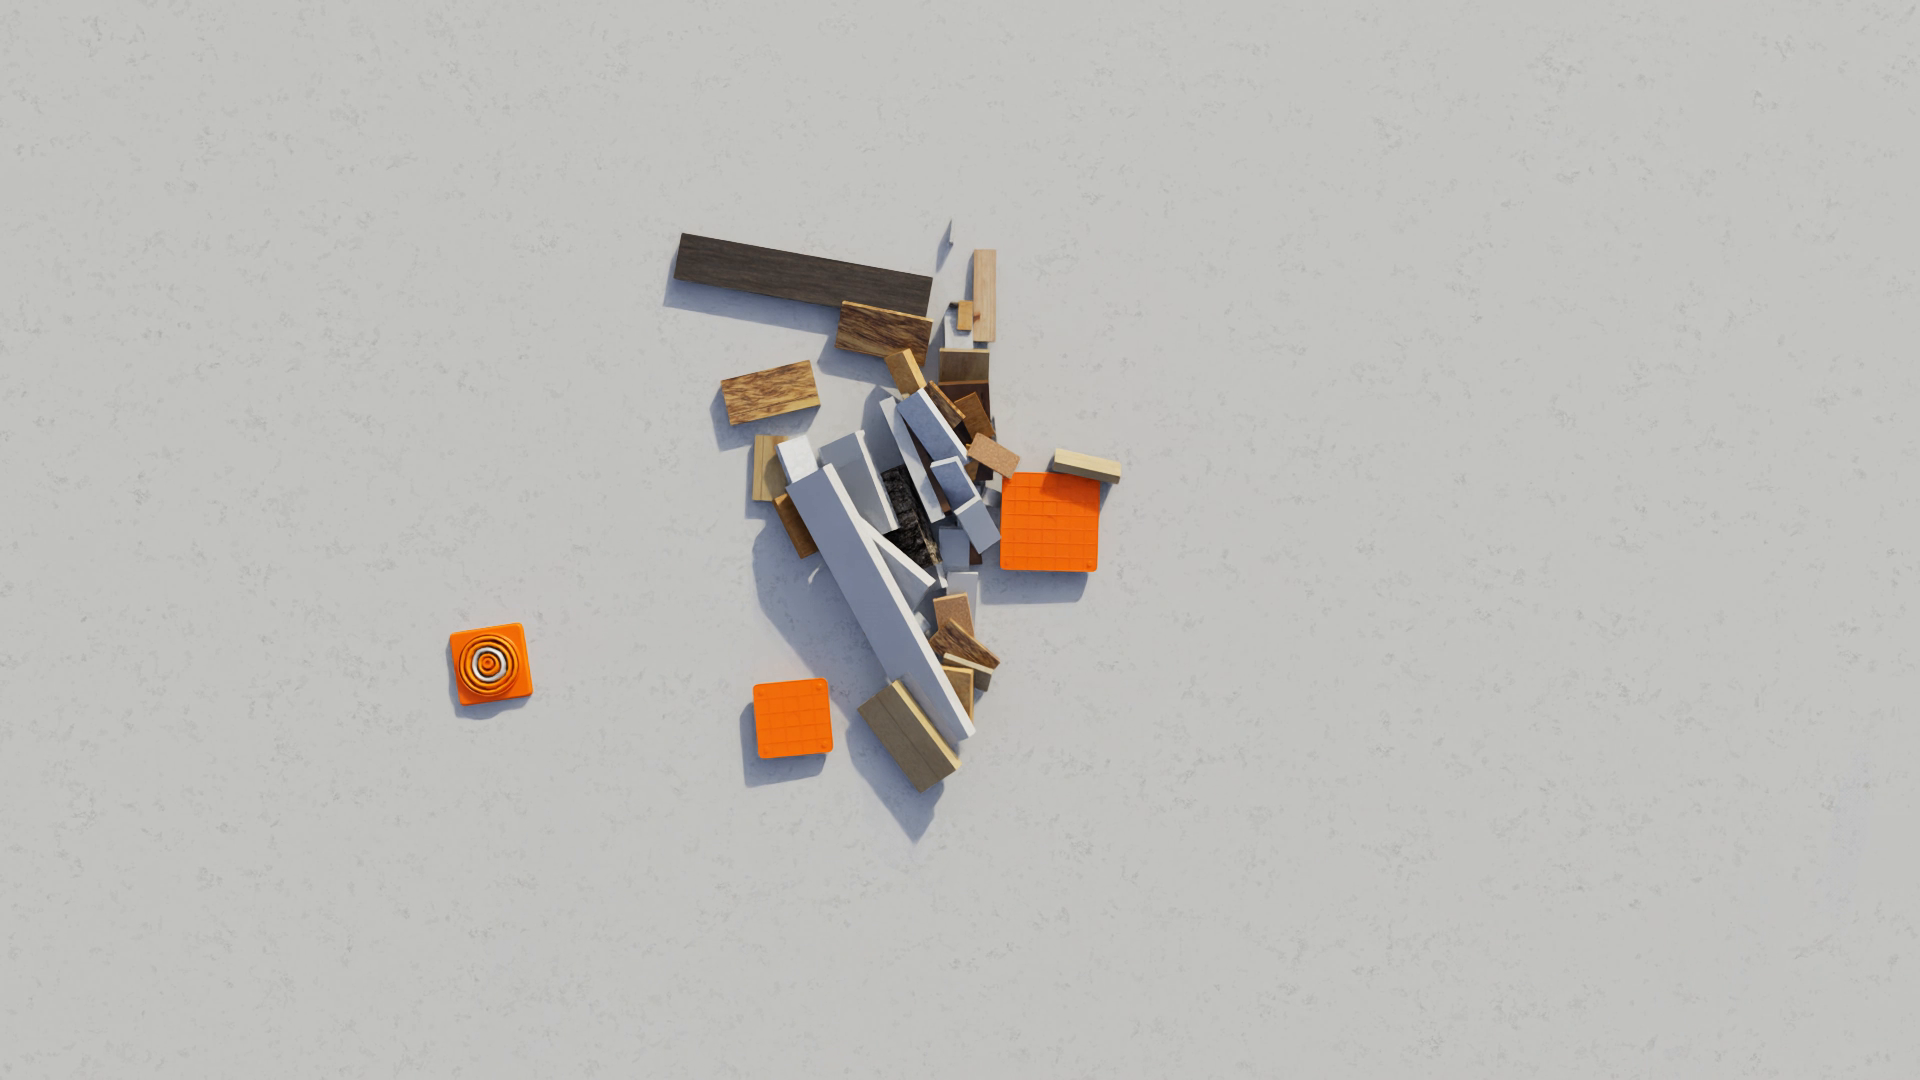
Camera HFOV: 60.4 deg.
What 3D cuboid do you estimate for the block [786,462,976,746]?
[{"bbox_3d":[-0.259,0.227,5.390,0.176,0.050,0.996,-25,96,34],"label":"block"}]

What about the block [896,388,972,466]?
[{"bbox_3d":[-0.083,-0.346,5.314,0.111,0.031,0.282,-30,99,40],"label":"block"}]

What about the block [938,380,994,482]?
[{"bbox_3d":[0.020,-0.353,5.364,0.162,0.046,0.325,-3,108,1],"label":"block"}]

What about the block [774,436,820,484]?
[{"bbox_3d":[-0.523,-0.228,5.458,0.108,0.031,0.217,-22,91,-30],"label":"block"}]

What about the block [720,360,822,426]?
[{"bbox_3d":[-0.628,-0.488,5.479,0.303,0.043,0.152,-13,90,0],"label":"block"}]

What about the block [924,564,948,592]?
[{"bbox_3d":[-0.113,0.070,5.455,0.100,0.028,0.201,-17,90,43],"label":"block"}]

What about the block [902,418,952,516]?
[{"bbox_3d":[-0.115,-0.262,5.399,0.027,0.094,0.388,-23,81,0],"label":"block"}]

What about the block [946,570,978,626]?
[{"bbox_3d":[0.003,0.204,5.462,0.100,0.028,0.201,3,103,0],"label":"block"}]

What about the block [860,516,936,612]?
[{"bbox_3d":[-0.265,0.088,5.409,0.351,0.050,0.176,40,124,7],"label":"block"}]

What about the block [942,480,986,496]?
[{"bbox_3d":[0.007,-0.307,5.427,0.162,0.046,0.325,2,108,0],"label":"block"}]

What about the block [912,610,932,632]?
[{"bbox_3d":[-0.181,0.252,5.474,0.084,0.024,0.168,-41,85,-10],"label":"block"}]

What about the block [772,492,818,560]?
[{"bbox_3d":[-0.525,-0.057,5.457,0.108,0.031,0.217,-28,92,-30],"label":"block"}]

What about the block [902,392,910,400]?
[{"bbox_3d":[-0.144,-0.400,5.410,0.023,0.080,0.160,-26,121,-4],"label":"block"}]

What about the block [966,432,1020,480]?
[{"bbox_3d":[0.111,-0.272,5.351,0.205,0.023,0.080,27,86,-44],"label":"block"}]

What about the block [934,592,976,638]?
[{"bbox_3d":[-0.013,0.293,5.452,0.111,0.031,0.222,-10,105,3],"label":"block"}]

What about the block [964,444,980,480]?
[{"bbox_3d":[0.034,-0.253,5.348,0.055,0.016,0.110,13,108,-4],"label":"block"}]

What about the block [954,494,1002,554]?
[{"bbox_3d":[0.059,-0.050,5.375,0.094,0.027,0.187,-35,130,-8],"label":"block"}]

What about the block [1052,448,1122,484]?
[{"bbox_3d":[0.419,-0.243,5.444,0.221,0.111,0.031,13,118,0],"label":"block"}]

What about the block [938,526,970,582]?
[{"bbox_3d":[-0.020,0.052,5.446,0.100,0.028,0.201,1,114,0],"label":"block"}]

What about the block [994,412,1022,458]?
[{"bbox_3d":[0.158,-0.347,5.489,0.075,0.021,0.149,-6,90,0],"label":"block"}]

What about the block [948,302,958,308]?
[{"bbox_3d":[-0.011,-0.776,5.453,0.047,0.094,0.013,8,102,0],"label":"block"}]

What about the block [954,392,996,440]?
[{"bbox_3d":[0.048,-0.393,5.315,0.075,0.021,0.149,-24,106,8],"label":"block"}]

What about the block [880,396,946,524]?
[{"bbox_3d":[-0.155,-0.260,5.414,0.049,0.171,0.426,-23,90,0],"label":"block"}]

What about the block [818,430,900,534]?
[{"bbox_3d":[-0.333,-0.171,5.431,0.171,0.049,0.343,-21,90,35],"label":"block"}]

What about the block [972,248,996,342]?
[{"bbox_3d":[0.082,-0.811,5.474,0.075,0.021,0.311,1,84,-1],"label":"block"}]

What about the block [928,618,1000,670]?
[{"bbox_3d":[0.014,0.370,5.441,0.222,0.031,0.111,40,102,-10],"label":"block"}]

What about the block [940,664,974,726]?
[{"bbox_3d":[-0.014,0.524,5.429,0.111,0.031,0.222,7,113,17],"label":"block"}]

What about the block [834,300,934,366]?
[{"bbox_3d":[-0.251,-0.683,5.454,0.303,0.043,0.152,12,110,0],"label":"block"}]

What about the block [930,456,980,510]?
[{"bbox_3d":[-0.012,-0.183,5.335,0.094,0.027,0.187,-13,127,24],"label":"block"}]

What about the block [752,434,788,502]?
[{"bbox_3d":[-0.629,-0.238,5.485,0.108,0.031,0.217,2,90,0],"label":"block"}]

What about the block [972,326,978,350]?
[{"bbox_3d":[0.007,-0.624,5.487,0.092,0.026,0.184,7,90,0],"label":"block"}]

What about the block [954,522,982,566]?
[{"bbox_3d":[0.029,0.009,5.470,0.075,0.021,0.149,-7,104,1],"label":"block"}]

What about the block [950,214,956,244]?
[{"bbox_3d":[-0.023,-1.031,5.477,0.013,0.047,0.094,6,90,0],"label":"block"}]

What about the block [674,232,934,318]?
[{"bbox_3d":[-0.519,-0.869,5.479,0.845,0.043,0.152,10,90,0],"label":"block"}]

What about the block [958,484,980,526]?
[{"bbox_3d":[0.029,-0.107,5.424,0.075,0.021,0.149,1,98,0],"label":"block"}]

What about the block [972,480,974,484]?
[{"bbox_3d":[0.019,-0.238,5.369,0.055,0.016,0.110,2,108,0],"label":"block"}]

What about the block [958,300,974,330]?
[{"bbox_3d":[0.018,-0.737,5.404,0.047,0.013,0.094,3,100,1],"label":"block"}]

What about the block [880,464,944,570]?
[{"bbox_3d":[-0.190,-0.062,5.424,0.171,0.049,0.343,-21,90,43],"label":"block"}]

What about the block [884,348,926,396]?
[{"bbox_3d":[-0.161,-0.513,5.424,0.031,0.111,0.221,-34,104,-35],"label":"block"}]

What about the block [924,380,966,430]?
[{"bbox_3d":[-0.066,-0.426,5.302,0.160,0.023,0.080,47,119,0],"label":"block"}]

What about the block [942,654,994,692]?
[{"bbox_3d":[0.021,0.435,5.420,0.168,0.024,0.084,19,130,8],"label":"block"}]

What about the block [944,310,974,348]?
[{"bbox_3d":[-0.003,-0.665,5.430,0.092,0.026,0.184,-1,86,1],"label":"block"}]

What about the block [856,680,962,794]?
[{"bbox_3d":[-0.167,0.647,5.434,0.175,0.050,0.351,-37,90,31],"label":"block"}]

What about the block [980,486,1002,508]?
[{"bbox_3d":[0.104,-0.140,5.449,0.016,0.110,0.055,18,90,30],"label":"block"}]

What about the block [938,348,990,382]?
[{"bbox_3d":[0.011,-0.464,5.424,0.162,0.046,0.325,2,109,0],"label":"block"}]

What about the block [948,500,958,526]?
[{"bbox_3d":[0.004,-0.089,5.464,0.075,0.021,0.149,-4,110,0],"label":"block"}]
